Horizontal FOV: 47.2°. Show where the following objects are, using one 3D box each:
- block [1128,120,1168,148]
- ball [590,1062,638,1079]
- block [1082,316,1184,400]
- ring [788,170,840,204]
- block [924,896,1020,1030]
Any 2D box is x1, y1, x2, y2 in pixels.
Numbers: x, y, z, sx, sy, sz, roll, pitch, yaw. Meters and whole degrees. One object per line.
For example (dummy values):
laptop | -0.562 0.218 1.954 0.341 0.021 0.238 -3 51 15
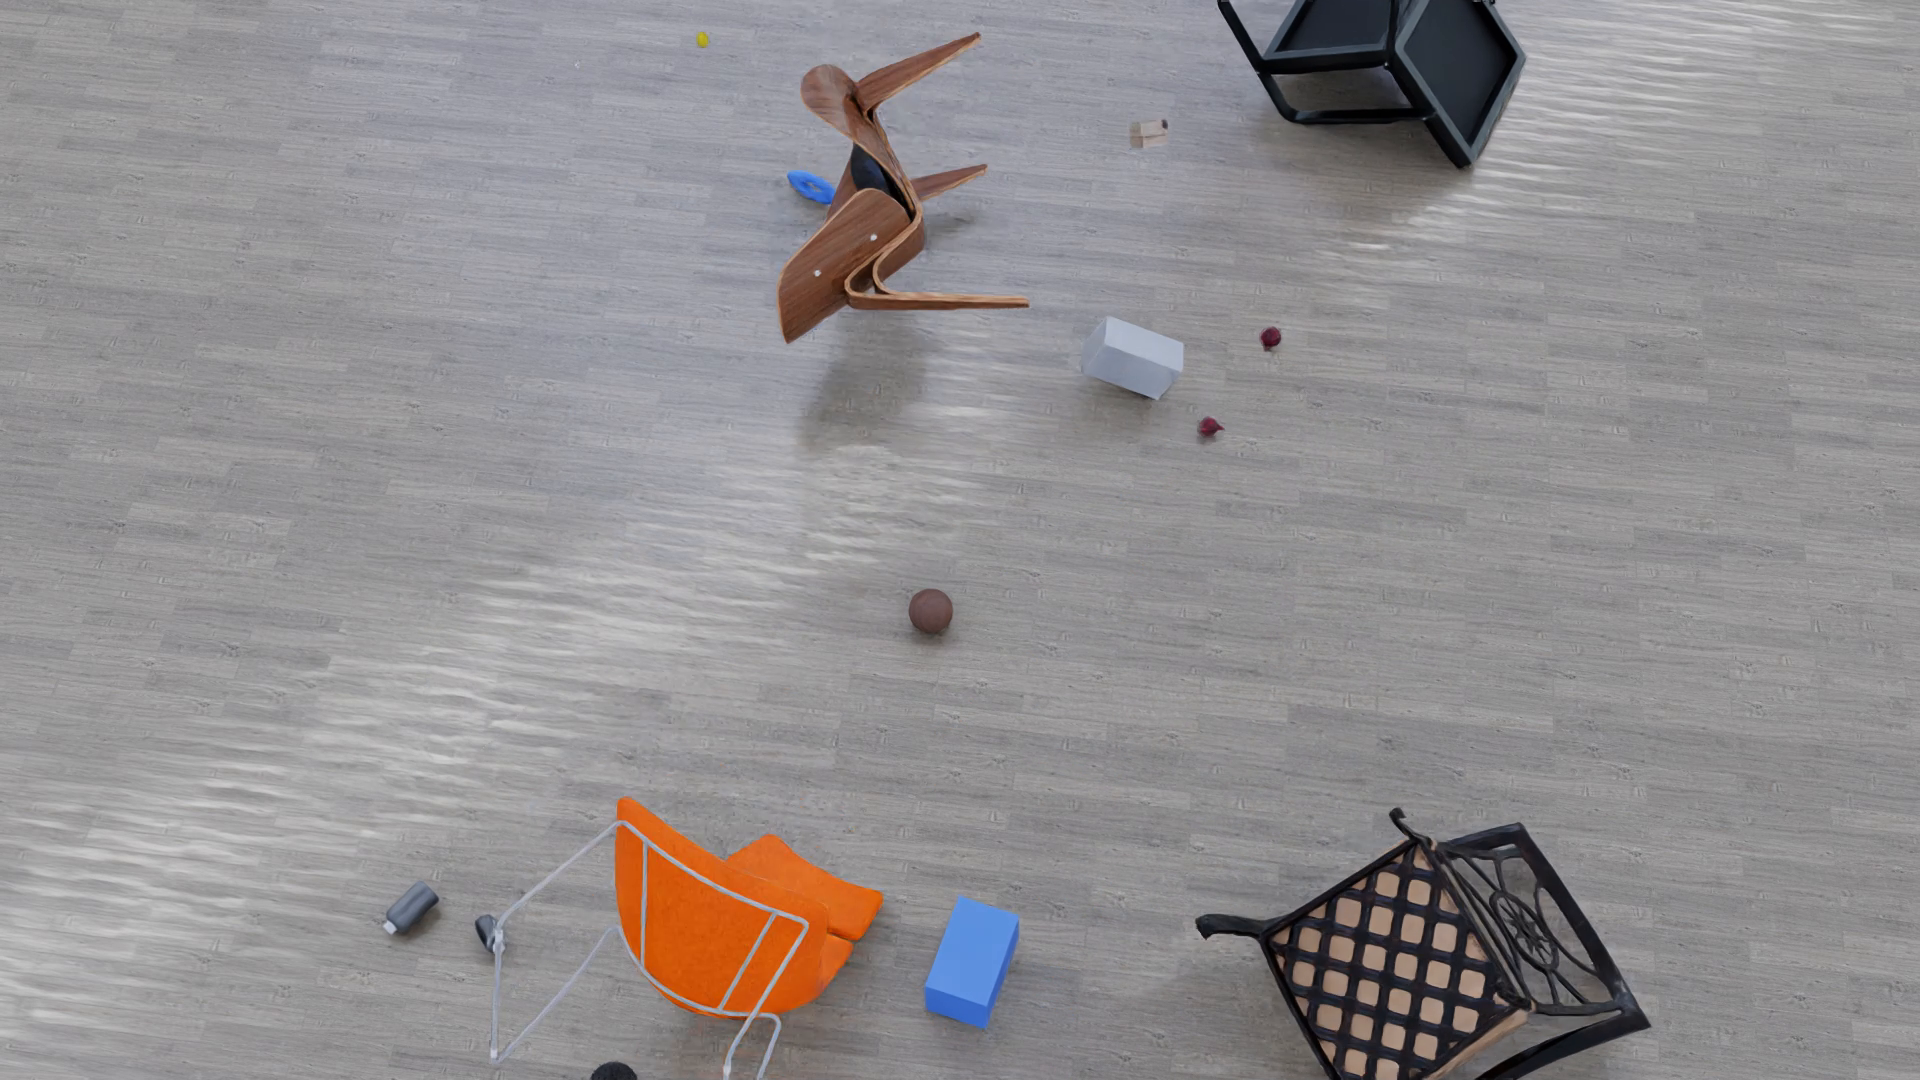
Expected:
block | 0.576 -1.238 6.707 0.095 0.075 0.066 -13 15 -28
ball | -0.877 1.387 5.564 0.131 0.131 0.131 0 56 0
block | 0.534 -0.563 6.800 0.265 0.161 0.114 18 55 -16
ring | -0.486 -1.171 7.301 0.242 0.086 0.039 31 43 31
block | 0.033 1.103 5.739 0.166 0.158 0.265 16 58 11
